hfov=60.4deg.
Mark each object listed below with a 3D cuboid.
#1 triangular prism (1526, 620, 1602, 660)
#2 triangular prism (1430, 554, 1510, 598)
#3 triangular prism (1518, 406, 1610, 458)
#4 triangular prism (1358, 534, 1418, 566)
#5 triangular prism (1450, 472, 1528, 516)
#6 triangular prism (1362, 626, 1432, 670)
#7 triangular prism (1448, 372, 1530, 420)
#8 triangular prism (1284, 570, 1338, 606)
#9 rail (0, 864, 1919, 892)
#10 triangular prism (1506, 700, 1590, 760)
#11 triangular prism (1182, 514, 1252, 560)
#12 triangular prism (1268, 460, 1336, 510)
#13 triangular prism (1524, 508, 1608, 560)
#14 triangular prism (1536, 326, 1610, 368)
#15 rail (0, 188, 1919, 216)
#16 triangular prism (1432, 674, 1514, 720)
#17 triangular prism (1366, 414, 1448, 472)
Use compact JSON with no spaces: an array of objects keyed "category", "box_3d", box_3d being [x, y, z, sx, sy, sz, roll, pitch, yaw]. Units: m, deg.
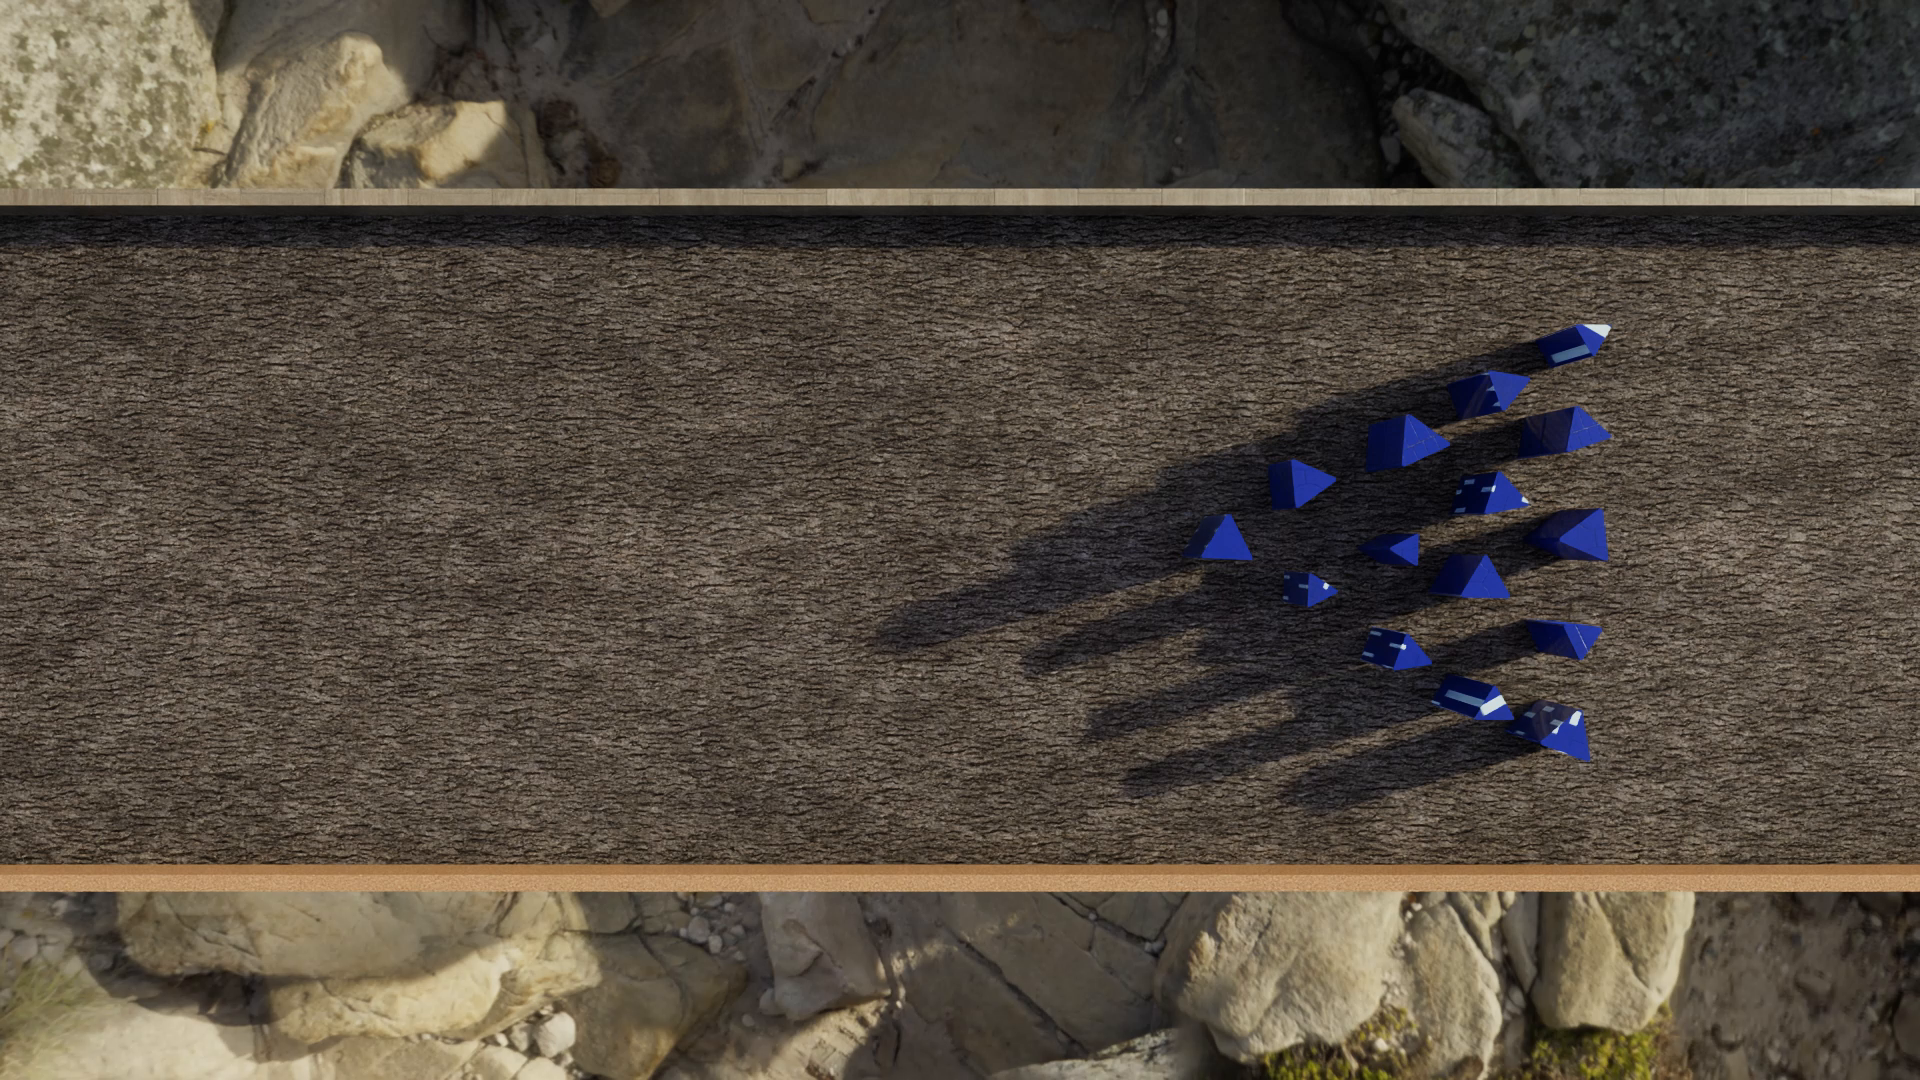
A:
[{"category":"triangular prism","box_3d":[1.778,0.273,4.910,0.096,0.332,0.111,34,90,0]},{"category":"triangular prism","box_3d":[1.513,0.103,4.910,0.139,0.332,0.121,1,90,0]},{"category":"triangular prism","box_3d":[1.761,-0.325,4.869,0.131,0.414,0.114,-19,90,0]},{"category":"triangular prism","box_3d":[1.281,0.015,4.881,0.091,0.390,0.079,32,90,0]},{"category":"triangular prism","box_3d":[1.558,-0.143,4.904,0.129,0.345,0.112,-12,90,0]},{"category":"triangular prism","box_3d":[1.279,0.313,4.882,0.110,0.388,0.095,-10,90,0]},{"category":"triangular prism","box_3d":[1.539,-0.445,4.876,0.103,0.402,0.119,40,90,0]},{"category":"triangular prism","box_3d":[1.019,0.132,4.896,0.096,0.361,0.083,-27,90,0]},{"category":"rail","box_3d":[-2.247,1.025,5.001,12.000,0.150,0.050,0,90,0]},{"category":"triangular prism","box_3d":[1.770,0.551,4.919,0.151,0.315,0.131,20,90,0]},{"category":"triangular prism","box_3d":[0.755,-0.011,4.861,0.143,0.431,0.124,3,90,0]},{"category":"triangular prism","box_3d":[0.985,-0.182,4.898,0.139,0.356,0.120,-36,90,0]},{"category":"triangular prism","box_3d":[1.827,-0.031,4.920,0.151,0.313,0.131,23,90,0]},{"category":"triangular prism","box_3d":[1.834,-0.595,4.908,0.088,0.337,0.102,-30,90,0]},{"category":"rail","box_3d":[-2.247,-1.025,5.002,12.000,0.150,0.050,0,90,0]},{"category":"triangular prism","box_3d":[1.505,0.457,4.859,0.109,0.436,0.094,0,90,0]},{"category":"triangular prism","box_3d":[1.290,-0.297,4.866,0.148,0.420,0.128,-25,90,0]}]
